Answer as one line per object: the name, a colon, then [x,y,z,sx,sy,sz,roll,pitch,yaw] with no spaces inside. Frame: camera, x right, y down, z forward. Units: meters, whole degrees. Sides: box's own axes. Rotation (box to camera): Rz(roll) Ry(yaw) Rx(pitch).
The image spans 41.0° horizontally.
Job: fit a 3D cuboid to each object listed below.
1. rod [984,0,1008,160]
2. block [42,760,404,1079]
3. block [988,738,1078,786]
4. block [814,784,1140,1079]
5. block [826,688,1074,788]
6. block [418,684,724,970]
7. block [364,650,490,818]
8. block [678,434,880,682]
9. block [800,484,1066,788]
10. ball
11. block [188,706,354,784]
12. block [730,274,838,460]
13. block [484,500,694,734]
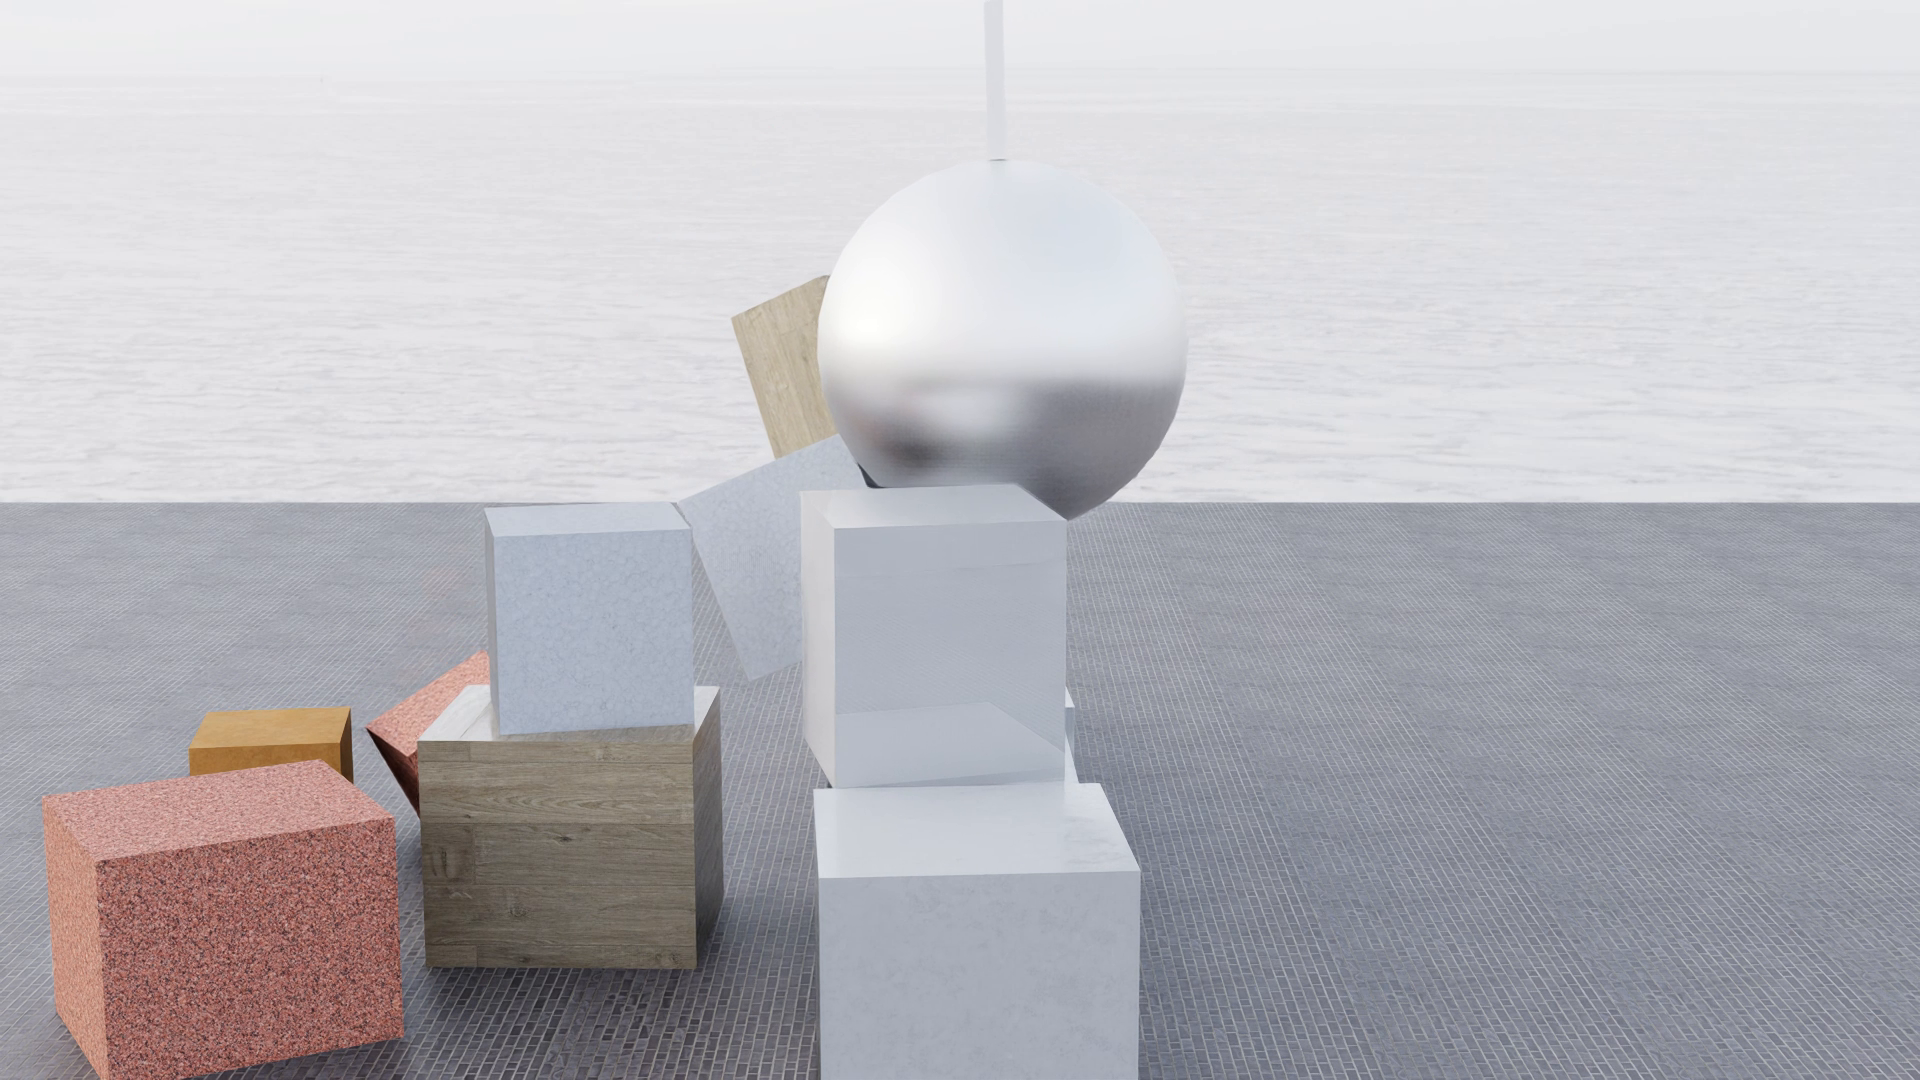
rod: [0.080,-4.173,10.422,0.080,5.200,0.080,-2,10,0]
block: [-2.744,1.396,9.535,1.057,0.841,0.931,-6,12,-30]
block: [-0.003,1.273,10.048,0.870,0.899,0.883,0,10,-1]
block: [0.028,1.453,9.008,1.058,0.919,1.062,-1,10,-4]
block: [-0.068,1.064,11.013,1.009,0.966,1.066,-1,10,-3]
block: [-1.575,1.162,10.578,1.082,0.929,0.929,0,10,1]
block: [-2.219,0.987,11.794,0.650,0.608,0.614,-35,24,-21]
block: [-0.610,0.045,11.760,0.843,0.867,0.878,-22,-2,15]
block: [-0.117,0.354,9.829,0.864,0.988,0.857,-2,11,-11]
ball: [0.184,-0.829,11.030,1.600,1.600,1.600,0,10,0]
block: [-3.107,1.138,11.639,0.645,0.597,0.662,-2,10,-9]
block: [-0.516,-0.851,12.108,0.677,0.725,0.689,-18,0,-43]
block: [-1.522,0.303,10.482,0.770,0.796,0.690,-2,11,-13]
